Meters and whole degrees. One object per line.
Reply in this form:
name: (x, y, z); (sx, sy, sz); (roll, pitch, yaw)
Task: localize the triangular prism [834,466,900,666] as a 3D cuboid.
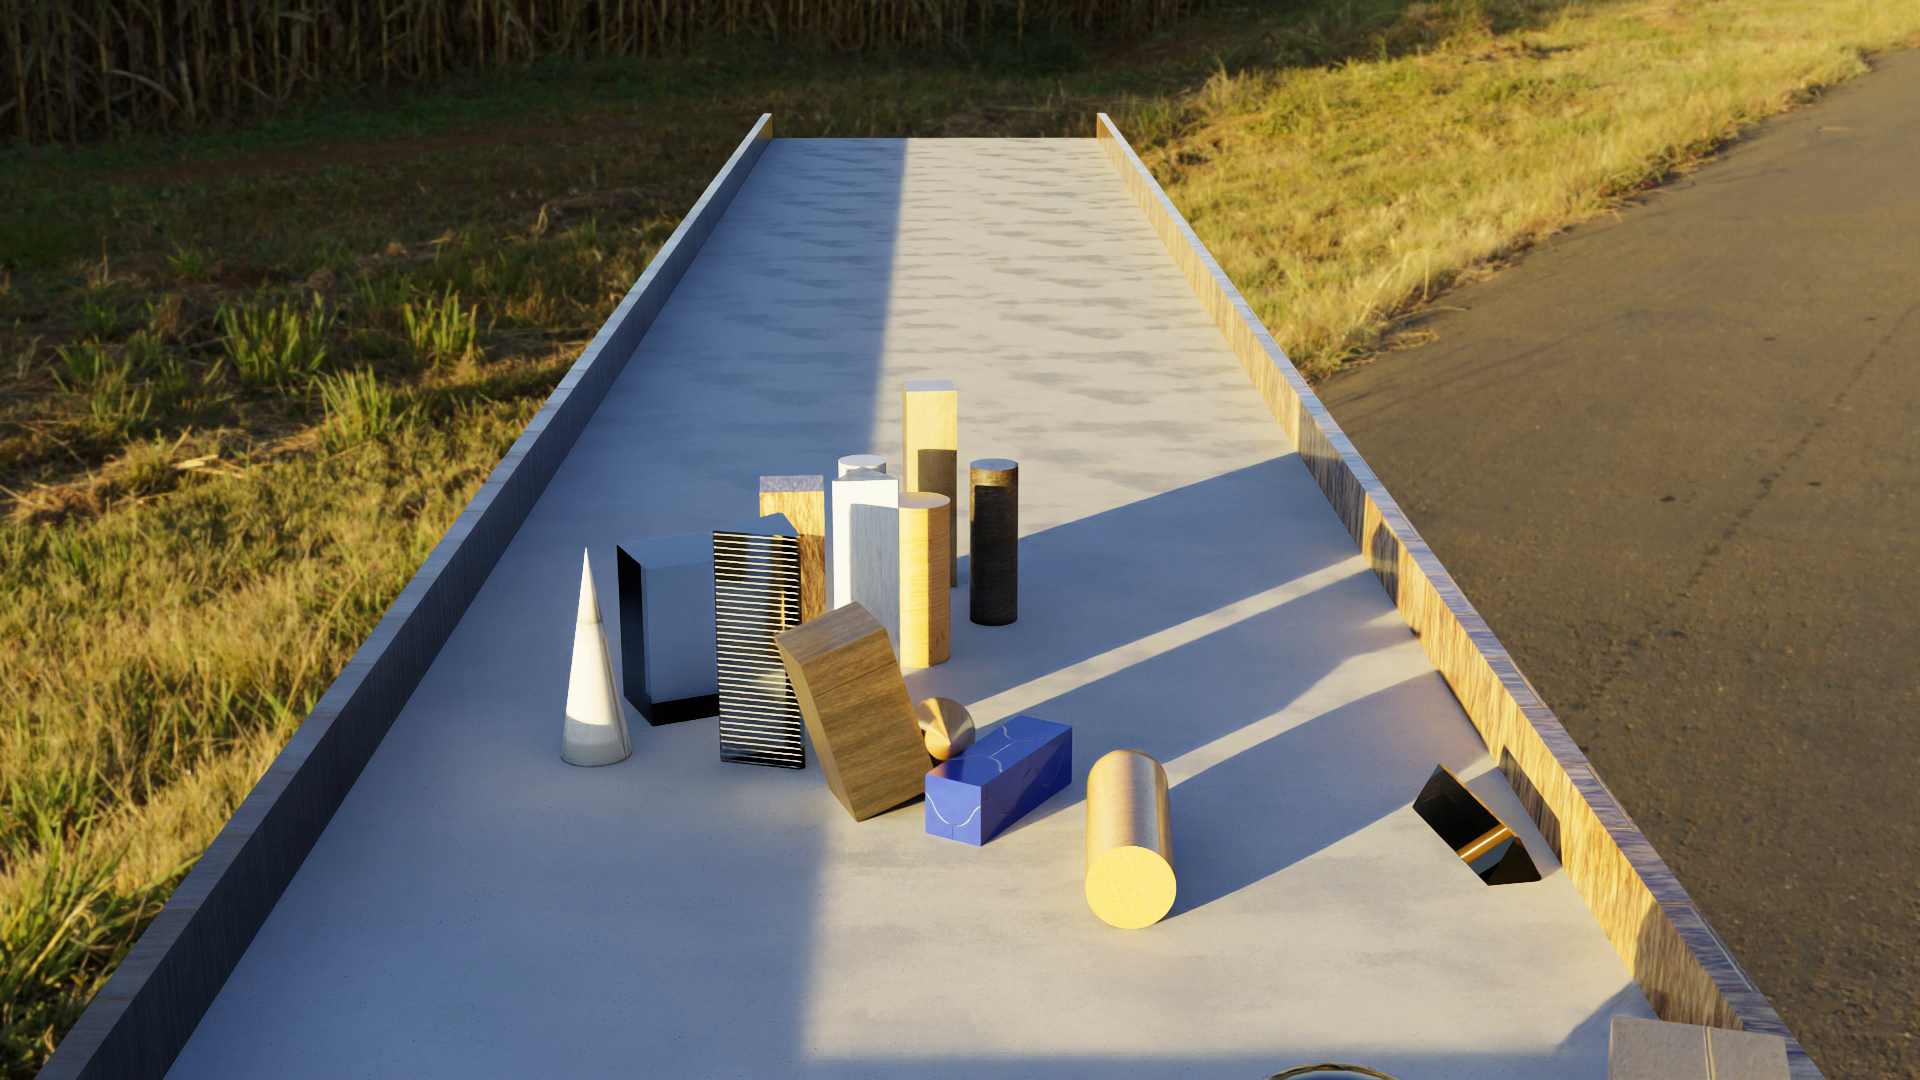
triangular prism: (-0.177, 0.091, 4.137); (0.120, 0.447, 0.104); (-2, 17, -6)

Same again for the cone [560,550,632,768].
cone: (-0.651, 0.197, 3.883); (0.127, 0.389, 0.127); (0, 17, 0)

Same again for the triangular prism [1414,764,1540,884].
triangular prism: (0.834, 0.454, 3.557); (0.090, 0.078, 0.302); (-3, 17, -10)

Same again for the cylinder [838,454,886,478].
cylinder: (-0.203, -0.002, 4.632); (0.101, 0.342, 0.101); (0, 17, 0)

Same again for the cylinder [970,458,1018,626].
cylinder: (0.071, 0.005, 4.618); (0.102, 0.338, 0.102); (0, 17, 0)

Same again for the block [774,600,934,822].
block: (-0.173, 0.285, 3.678); (0.152, 0.304, 0.152); (-23, 23, -14)

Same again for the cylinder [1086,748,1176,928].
cylinder: (0.264, 0.461, 3.441); (0.134, 0.134, 0.382); (1, 17, 3)

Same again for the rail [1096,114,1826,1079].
rail: (0.932, -0.844, 7.801); (0.050, 0.150, 12.000); (0, 17, -1)

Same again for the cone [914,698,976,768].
cone: (-0.025, 0.330, 3.650); (0.127, 0.127, 0.443); (-1, -3, -3)

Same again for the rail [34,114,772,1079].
rail: (-1.118, -0.838, 7.780); (0.050, 0.150, 12.000); (0, 17, -1)

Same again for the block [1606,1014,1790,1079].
block: (0.767, 0.697, 2.321); (0.175, 0.320, 0.175); (4, 17, 15)

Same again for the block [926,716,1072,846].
block: (0.068, 0.401, 3.696); (0.105, 0.105, 0.311); (10, 19, 30)

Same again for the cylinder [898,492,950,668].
cylinder: (-0.083, 0.079, 4.388); (0.127, 0.327, 0.127); (0, 17, 0)

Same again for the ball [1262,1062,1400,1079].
ball: (0.391, 0.708, 2.284); (0.321, 0.321, 0.321); (0, 17, 0)

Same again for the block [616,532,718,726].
block: (-0.526, 0.165, 4.137); (0.178, 0.305, 0.178); (-8, 18, -25)

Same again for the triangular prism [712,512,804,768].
triangular prism: (-0.334, 0.174, 3.891); (0.155, 0.427, 0.134); (4, 17, 14)

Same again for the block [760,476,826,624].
block: (-0.331, 0.064, 4.374); (0.124, 0.364, 0.124); (-1, 17, -4)

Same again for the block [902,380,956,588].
block: (-0.067, -0.123, 4.858); (0.109, 0.445, 0.109); (-2, 17, -6)
